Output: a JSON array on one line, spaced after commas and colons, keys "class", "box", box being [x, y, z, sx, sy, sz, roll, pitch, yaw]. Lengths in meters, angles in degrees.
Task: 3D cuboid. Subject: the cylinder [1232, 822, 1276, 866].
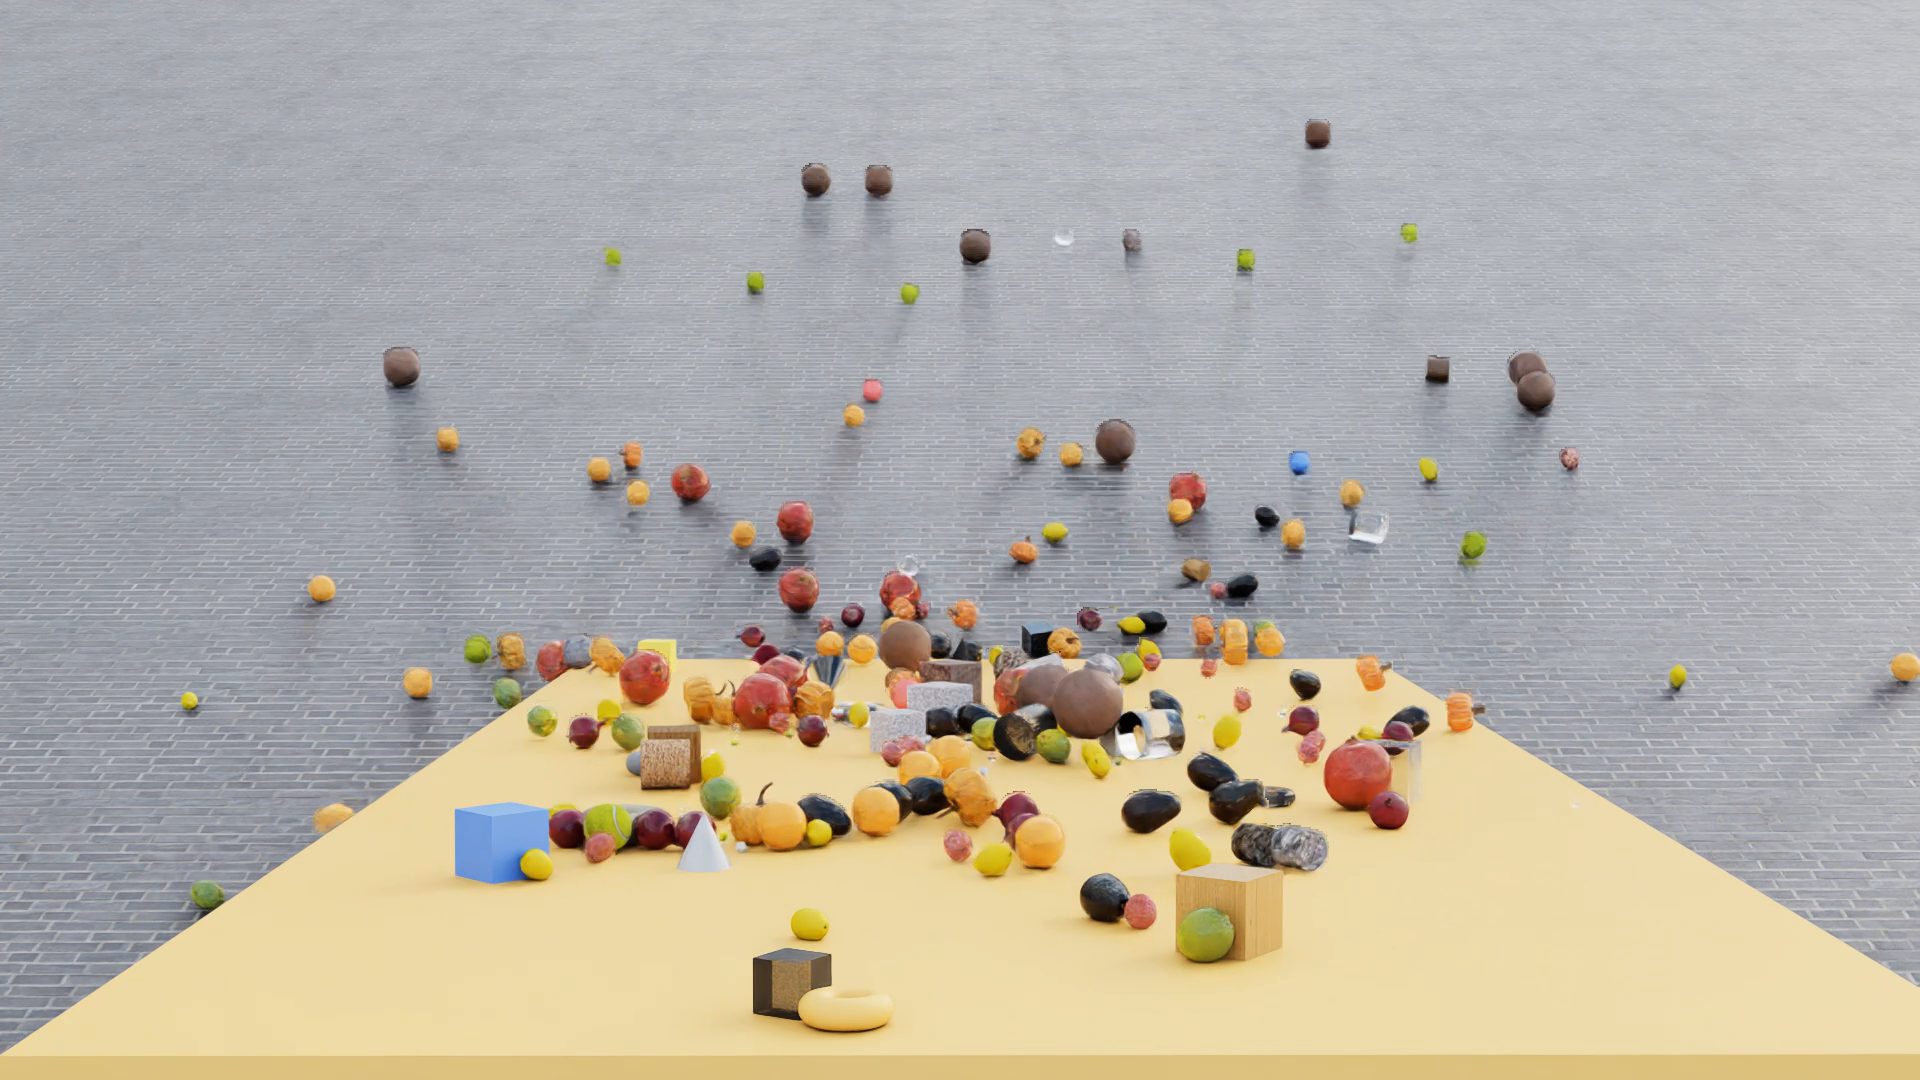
[{"class": "cylinder", "box": [0.417, 0.426, 3.591, 0.054, 0.054, 0.054, -13, 9, -30]}]

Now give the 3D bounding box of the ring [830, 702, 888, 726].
[{"class": "ring", "box": [-0.201, 0.350, 5.199, 0.123, 0.041, 0.123, 1, 2, 0]}]

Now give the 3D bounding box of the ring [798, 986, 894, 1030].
[{"class": "ring", "box": [-0.118, 0.484, 2.661, 0.100, 0.033, 0.100, 0, 1, 0]}]

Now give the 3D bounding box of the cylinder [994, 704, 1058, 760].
[{"class": "cylinder", "box": [0.120, 0.349, 4.679, 0.087, 0.087, 0.087, 13, 16, 29]}]

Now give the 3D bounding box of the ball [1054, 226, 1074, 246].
[{"class": "ball", "box": [0.428, -1.251, 10.590, 0.078, 0.078, 0.078, 0, 22, 0]}]

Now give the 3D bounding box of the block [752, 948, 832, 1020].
[{"class": "block", "box": [-0.177, 0.468, 2.714, 0.060, 0.060, 0.060, 2, 3, 32]}]

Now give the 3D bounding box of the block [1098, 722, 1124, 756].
[{"class": "block", "box": [0.293, 0.367, 4.730, 0.055, 0.055, 0.055, -2, 3, -30]}]

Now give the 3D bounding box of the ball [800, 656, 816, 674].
[{"class": "ball", "box": [-0.353, 0.299, 6.102, 0.050, 0.050, 0.050, 0, 22, 0]}]

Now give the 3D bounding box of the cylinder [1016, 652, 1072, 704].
[{"class": "cylinder", "box": [0.180, 0.297, 5.483, 0.090, 0.090, 0.090, -21, 21, 7]}]

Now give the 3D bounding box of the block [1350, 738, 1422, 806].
[{"class": "block", "box": [0.692, 0.377, 4.173, 0.092, 0.092, 0.092, 1, 3, 25]}]

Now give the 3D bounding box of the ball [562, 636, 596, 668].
[{"class": "ball", "box": [-0.932, 0.274, 6.292, 0.081, 0.081, 0.081, 0, 22, 0]}]

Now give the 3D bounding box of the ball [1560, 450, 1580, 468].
[{"class": "ball", "box": [1.926, -0.255, 8.106, 0.061, 0.061, 0.061, 0, 22, 0]}]

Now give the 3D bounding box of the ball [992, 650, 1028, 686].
[{"class": "ball", "box": [0.116, 0.294, 5.877, 0.084, 0.084, 0.084, 0, 22, 0]}]

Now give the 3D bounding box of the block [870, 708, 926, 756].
[{"class": "block", "box": [-0.115, 0.355, 4.756, 0.076, 0.076, 0.076, -2, 3, -32]}]

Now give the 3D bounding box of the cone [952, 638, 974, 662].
[{"class": "cone", "box": [0.006, 0.276, 6.287, 0.076, 0.076, 0.076, 0, 2, 0]}]

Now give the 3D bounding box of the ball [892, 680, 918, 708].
[{"class": "ball", "box": [-0.110, 0.327, 5.401, 0.067, 0.067, 0.067, 0, 22, 0]}]

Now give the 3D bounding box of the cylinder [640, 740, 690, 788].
[{"class": "cylinder", "box": [-0.494, 0.375, 4.310, 0.082, 0.082, 0.082, 0, 22, -7]}]

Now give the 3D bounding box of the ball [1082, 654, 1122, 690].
[{"class": "ball", "box": [0.318, 0.298, 5.736, 0.089, 0.089, 0.089, 0, 22, 0]}]

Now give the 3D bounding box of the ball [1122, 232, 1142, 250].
[{"class": "ball", "box": [0.703, -1.224, 10.523, 0.077, 0.077, 0.077, 0, 22, 0]}]

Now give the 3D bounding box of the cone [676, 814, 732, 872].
[{"class": "cone", "box": [-0.355, 0.415, 3.569, 0.078, 0.078, 0.078, 0, 3, 0]}]

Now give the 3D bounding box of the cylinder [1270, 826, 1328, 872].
[{"class": "cylinder", "box": [0.469, 0.427, 3.555, 0.055, 0.055, 0.055, -14, 10, -32]}]

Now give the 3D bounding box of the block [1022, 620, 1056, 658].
[{"class": "block", "box": [0.207, 0.263, 6.790, 0.069, 0.069, 0.069, -7, 23, -17]}]

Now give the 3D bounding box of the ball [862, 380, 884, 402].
[{"class": "ball", "box": [-0.296, -0.506, 8.725, 0.070, 0.070, 0.070, 0, 22, 0]}]

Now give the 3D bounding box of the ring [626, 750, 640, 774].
[{"class": "ring", "box": [-0.527, 0.389, 4.494, 0.114, 0.038, 0.114, -1, 4, 0]}]

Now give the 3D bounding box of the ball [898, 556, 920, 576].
[{"class": "ball", "box": [-0.145, 0.074, 7.278, 0.060, 0.060, 0.060, 0, 22, 0]}]

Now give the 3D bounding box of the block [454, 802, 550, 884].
[{"class": "block", "box": [-0.625, 0.412, 3.505, 0.091, 0.091, 0.091, -3, 4, -44]}]

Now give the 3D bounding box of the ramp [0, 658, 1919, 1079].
[{"class": "ramp", "box": [0.050, 0.455, 4.532, 2.000, 0.100, 4.000, 0, 3, 0]}]

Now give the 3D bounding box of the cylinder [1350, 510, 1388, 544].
[{"class": "cylinder", "box": [1.195, -0.039, 7.524, 0.088, 0.088, 0.088, 10, 24, 25]}]

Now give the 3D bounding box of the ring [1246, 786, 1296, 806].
[{"class": "ring", "box": [0.500, 0.412, 4.131, 0.079, 0.026, 0.079, 1, 3, 0]}]

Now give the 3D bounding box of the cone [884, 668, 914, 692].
[{"class": "cone", "box": [-0.129, 0.330, 5.693, 0.068, 0.068, 0.068, -3, 30, -8]}]

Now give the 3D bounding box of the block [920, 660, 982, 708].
[{"class": "block", "box": [-0.019, 0.308, 5.492, 0.094, 0.094, 0.094, -3, 4, -45]}]

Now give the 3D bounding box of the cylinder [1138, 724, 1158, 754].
[{"class": "cylinder", "box": [0.342, 0.368, 4.750, 0.050, 0.050, 0.050, 0, 3, 0]}]

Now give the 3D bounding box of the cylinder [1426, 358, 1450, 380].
[{"class": "cylinder", "box": [1.661, -0.593, 8.933, 0.076, 0.076, 0.076, 4, 22, 10]}]

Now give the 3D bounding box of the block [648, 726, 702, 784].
[{"class": "block", "box": [-0.489, 0.367, 4.397, 0.090, 0.090, 0.090, 0, 3, -7]}]

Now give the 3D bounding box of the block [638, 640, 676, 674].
[{"class": "block", "box": [-0.729, 0.281, 6.194, 0.077, 0.077, 0.077, 0, 3, 5]}]

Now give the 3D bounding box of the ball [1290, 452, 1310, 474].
[{"class": "ball", "box": [1.066, -0.241, 8.065, 0.065, 0.065, 0.065, 0, 22, 0]}]

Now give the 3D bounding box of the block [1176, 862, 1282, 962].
[{"class": "block", "box": [0.317, 0.436, 3.021, 0.092, 0.092, 0.092, 2, 4, 34]}]

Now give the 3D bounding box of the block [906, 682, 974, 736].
[{"class": "block", "box": [-0.039, 0.331, 5.060, 0.093, 0.093, 0.093, 3, 4, 41]}]

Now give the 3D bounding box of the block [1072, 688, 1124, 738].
[{"class": "block", "box": [0.269, 0.338, 5.015, 0.084, 0.084, 0.084, 1, 3, 14]}]

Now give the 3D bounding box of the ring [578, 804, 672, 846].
[{"class": "ring", "box": [-0.495, 0.420, 3.795, 0.140, 0.047, 0.140, 1, 2, 0]}]
